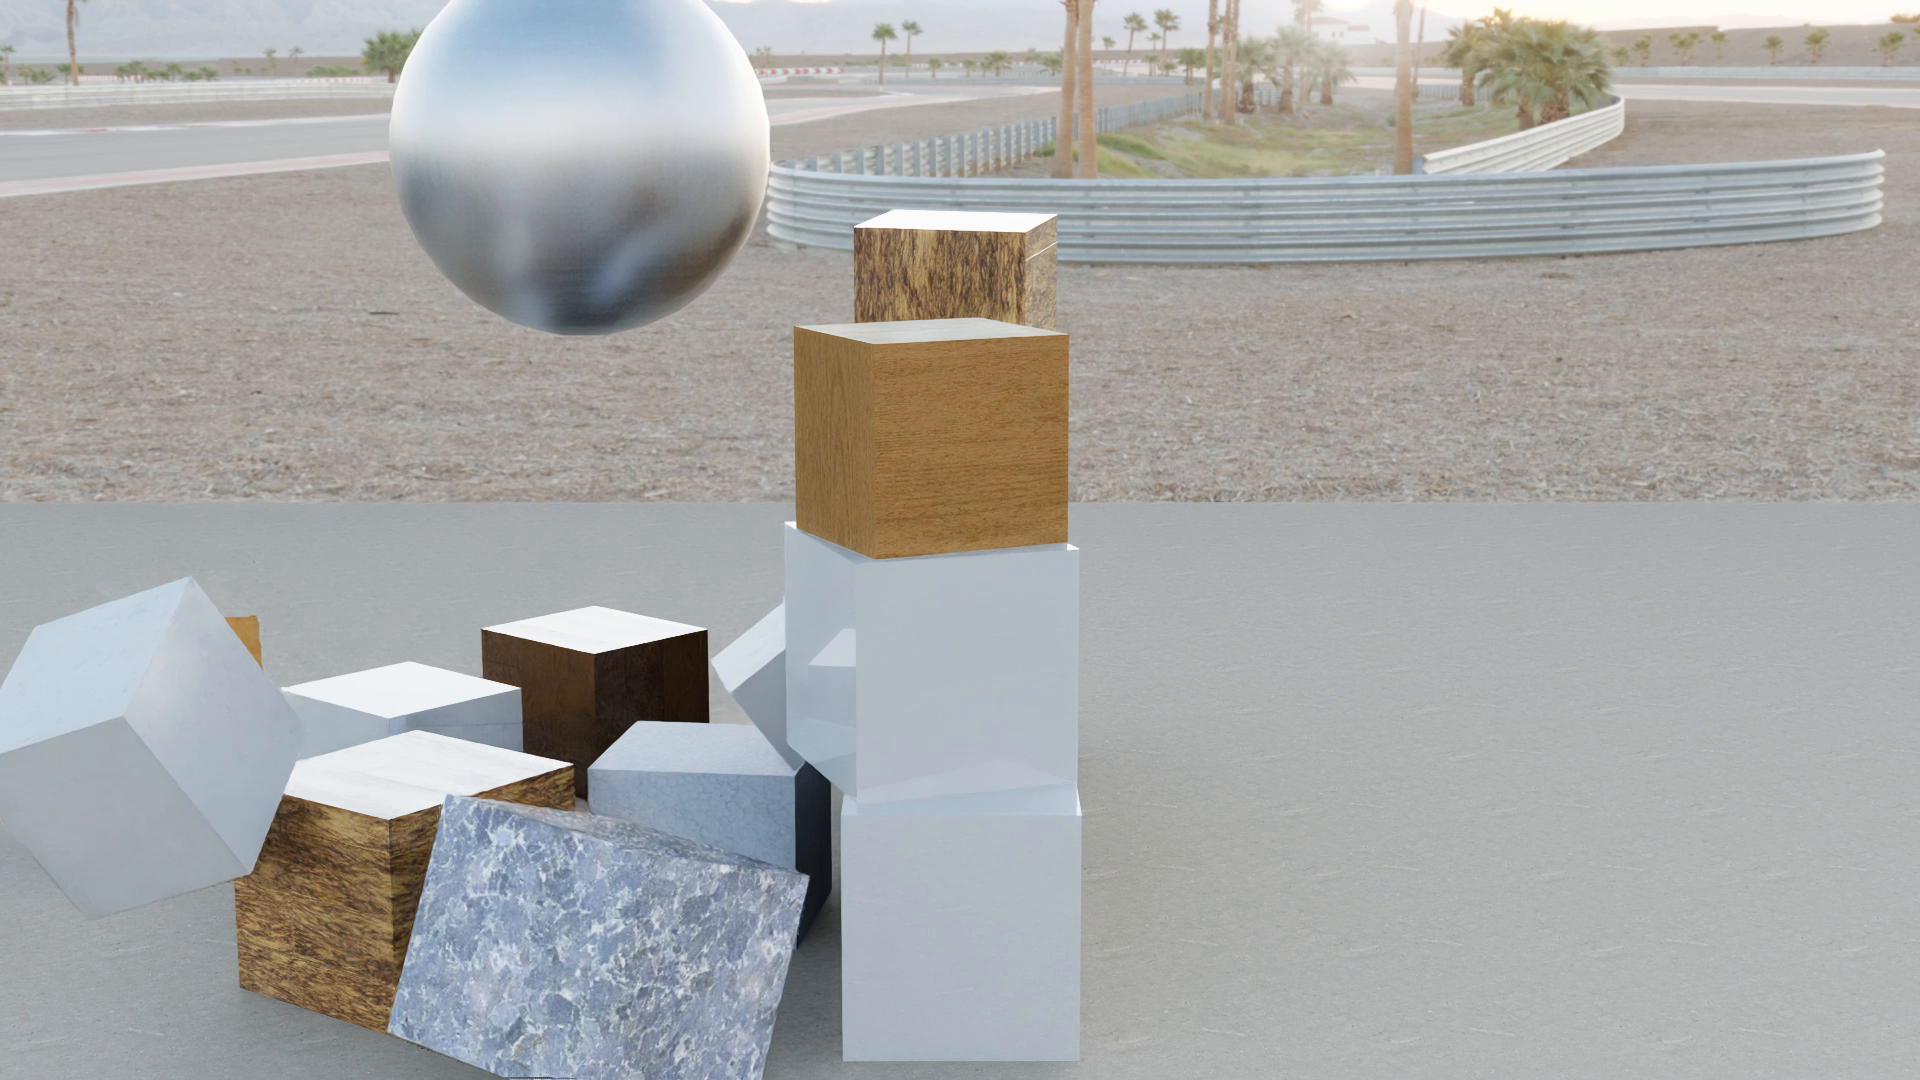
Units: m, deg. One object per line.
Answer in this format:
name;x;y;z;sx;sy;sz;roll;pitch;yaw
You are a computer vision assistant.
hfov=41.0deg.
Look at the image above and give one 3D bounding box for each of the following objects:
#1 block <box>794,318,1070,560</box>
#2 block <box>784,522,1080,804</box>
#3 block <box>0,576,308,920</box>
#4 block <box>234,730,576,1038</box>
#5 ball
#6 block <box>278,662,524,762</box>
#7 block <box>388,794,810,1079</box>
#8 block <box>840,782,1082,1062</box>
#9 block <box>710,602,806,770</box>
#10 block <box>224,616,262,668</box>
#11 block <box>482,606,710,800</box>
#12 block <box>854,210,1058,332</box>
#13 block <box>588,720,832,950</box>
block;-0.114;-0.398;9.559;0.780;0.769;0.730;-5;11;-26
block;-0.122;0.415;9.697;0.856;0.880;0.905;-4;11;-20
block;-3.019;0.767;9.450;0.714;0.809;0.776;-17;34;17
block;-2.159;1.310;10.024;0.903;0.835;0.948;7;13;36
ball;-1.603;-1.666;10.877;1.600;1.600;1.600;0;10;0
block;-2.558;1.041;11.776;0.826;0.738;0.738;9;14;40
block;-1.221;1.405;8.739;0.921;0.821;0.875;11;-5;34
block;0.004;1.342;9.619;0.853;0.917;0.933;0;10;0
block;-0.662;0.565;10.510;0.491;0.432;0.467;-39;20;-3
block;-3.888;0.807;12.600;0.837;0.744;0.669;-4;-5;-23
block;-1.842;0.815;12.993;0.865;0.747;0.749;9;14;41
block;-0.012;-1.092;12.208;0.815;0.857;0.710;3;14;13
block;-1.033;1.226;10.785;0.854;0.730;0.786;1;10;8
